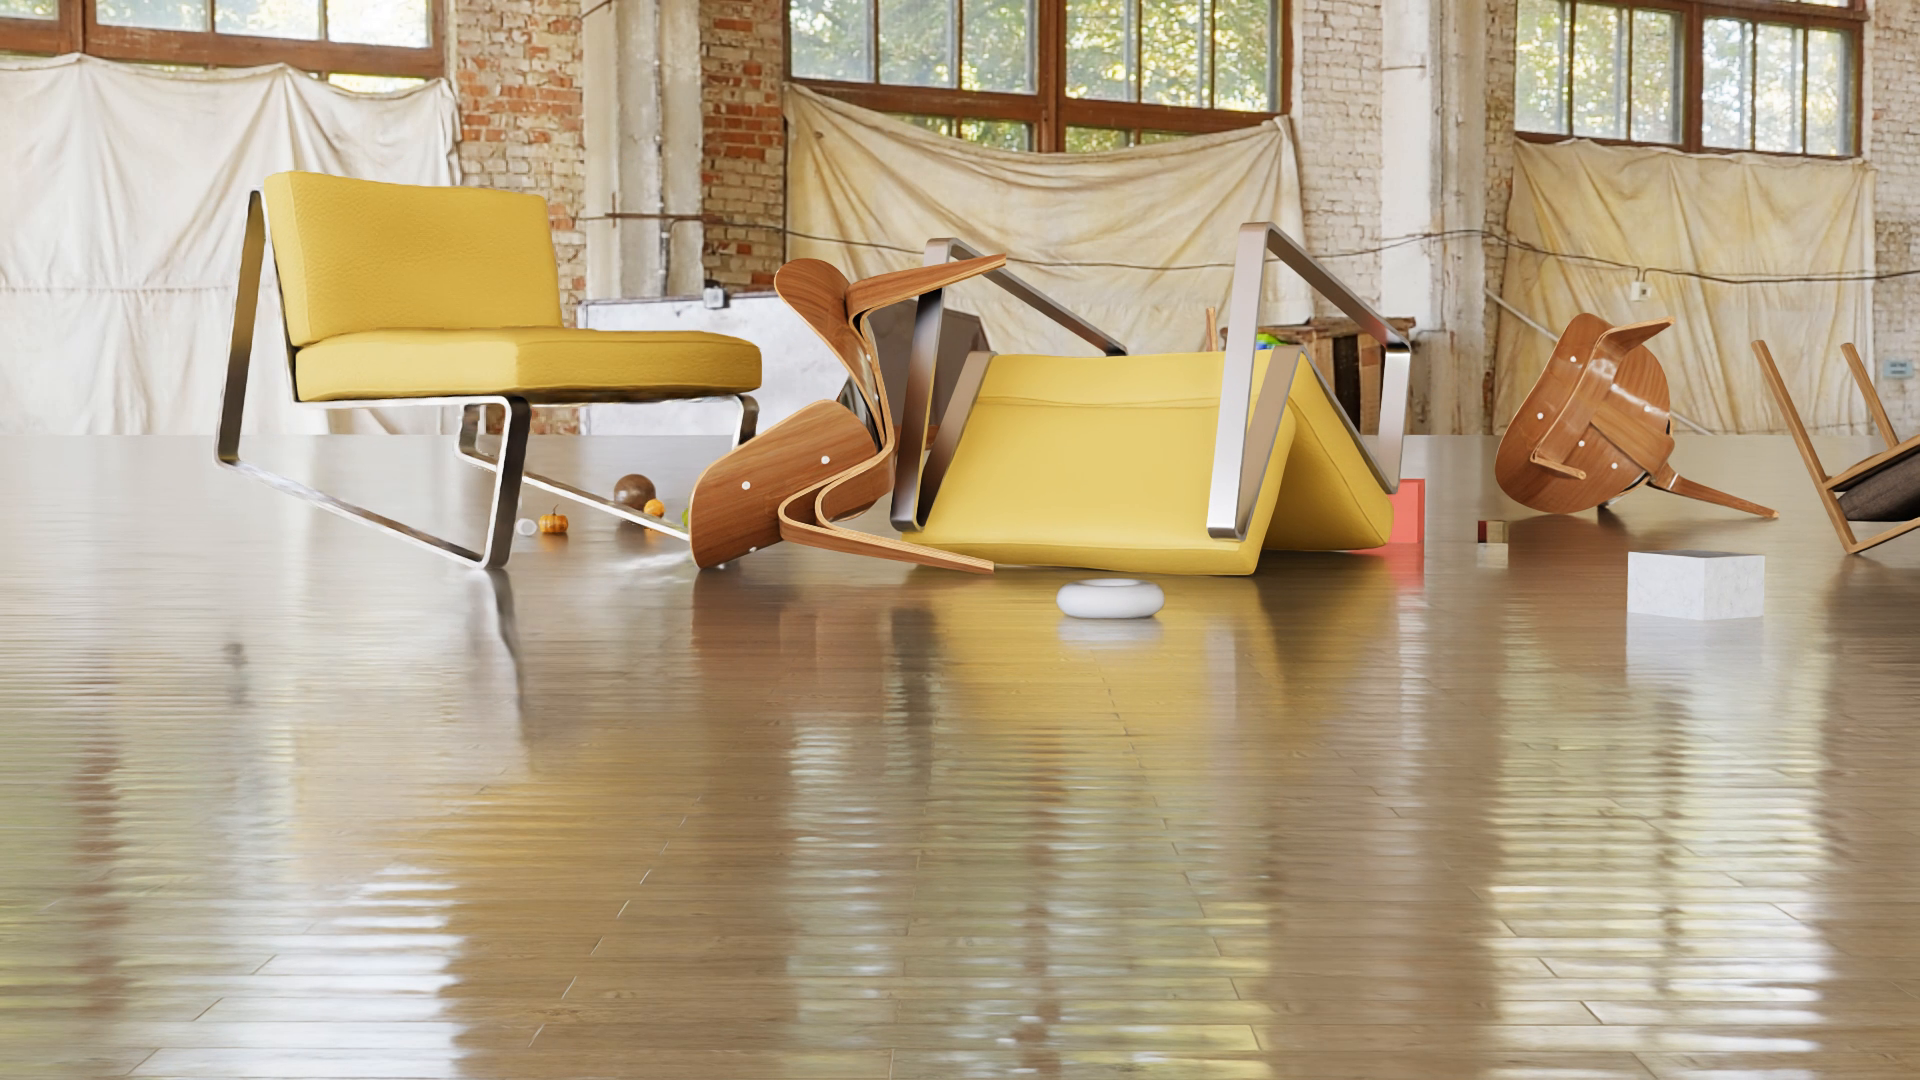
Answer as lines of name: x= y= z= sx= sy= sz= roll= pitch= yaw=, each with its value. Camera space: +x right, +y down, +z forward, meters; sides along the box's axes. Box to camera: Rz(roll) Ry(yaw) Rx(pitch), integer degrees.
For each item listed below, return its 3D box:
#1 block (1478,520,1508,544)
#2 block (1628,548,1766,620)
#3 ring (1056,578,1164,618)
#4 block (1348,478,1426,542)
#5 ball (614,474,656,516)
block: x=1.551 y=-0.023 z=6.398 sx=0.068 sy=0.066 sz=0.058 roll=-1 pitch=4 yaw=-15
block: x=1.469 y=0.087 z=4.392 sx=0.170 sy=0.121 sz=0.195 roll=-2 pitch=5 yaw=-30
ring: x=0.299 y=0.117 z=4.375 sx=0.217 sy=0.066 sz=0.217 roll=-1 pitch=5 yaw=-2
block: x=1.280 y=-0.091 z=6.587 sx=0.199 sy=0.176 sz=0.276 roll=1 pitch=4 yaw=16
ball: x=-1.145 y=-0.158 z=7.747 sx=0.152 sy=0.152 sz=0.152 roll=0 pitch=4 yaw=0
